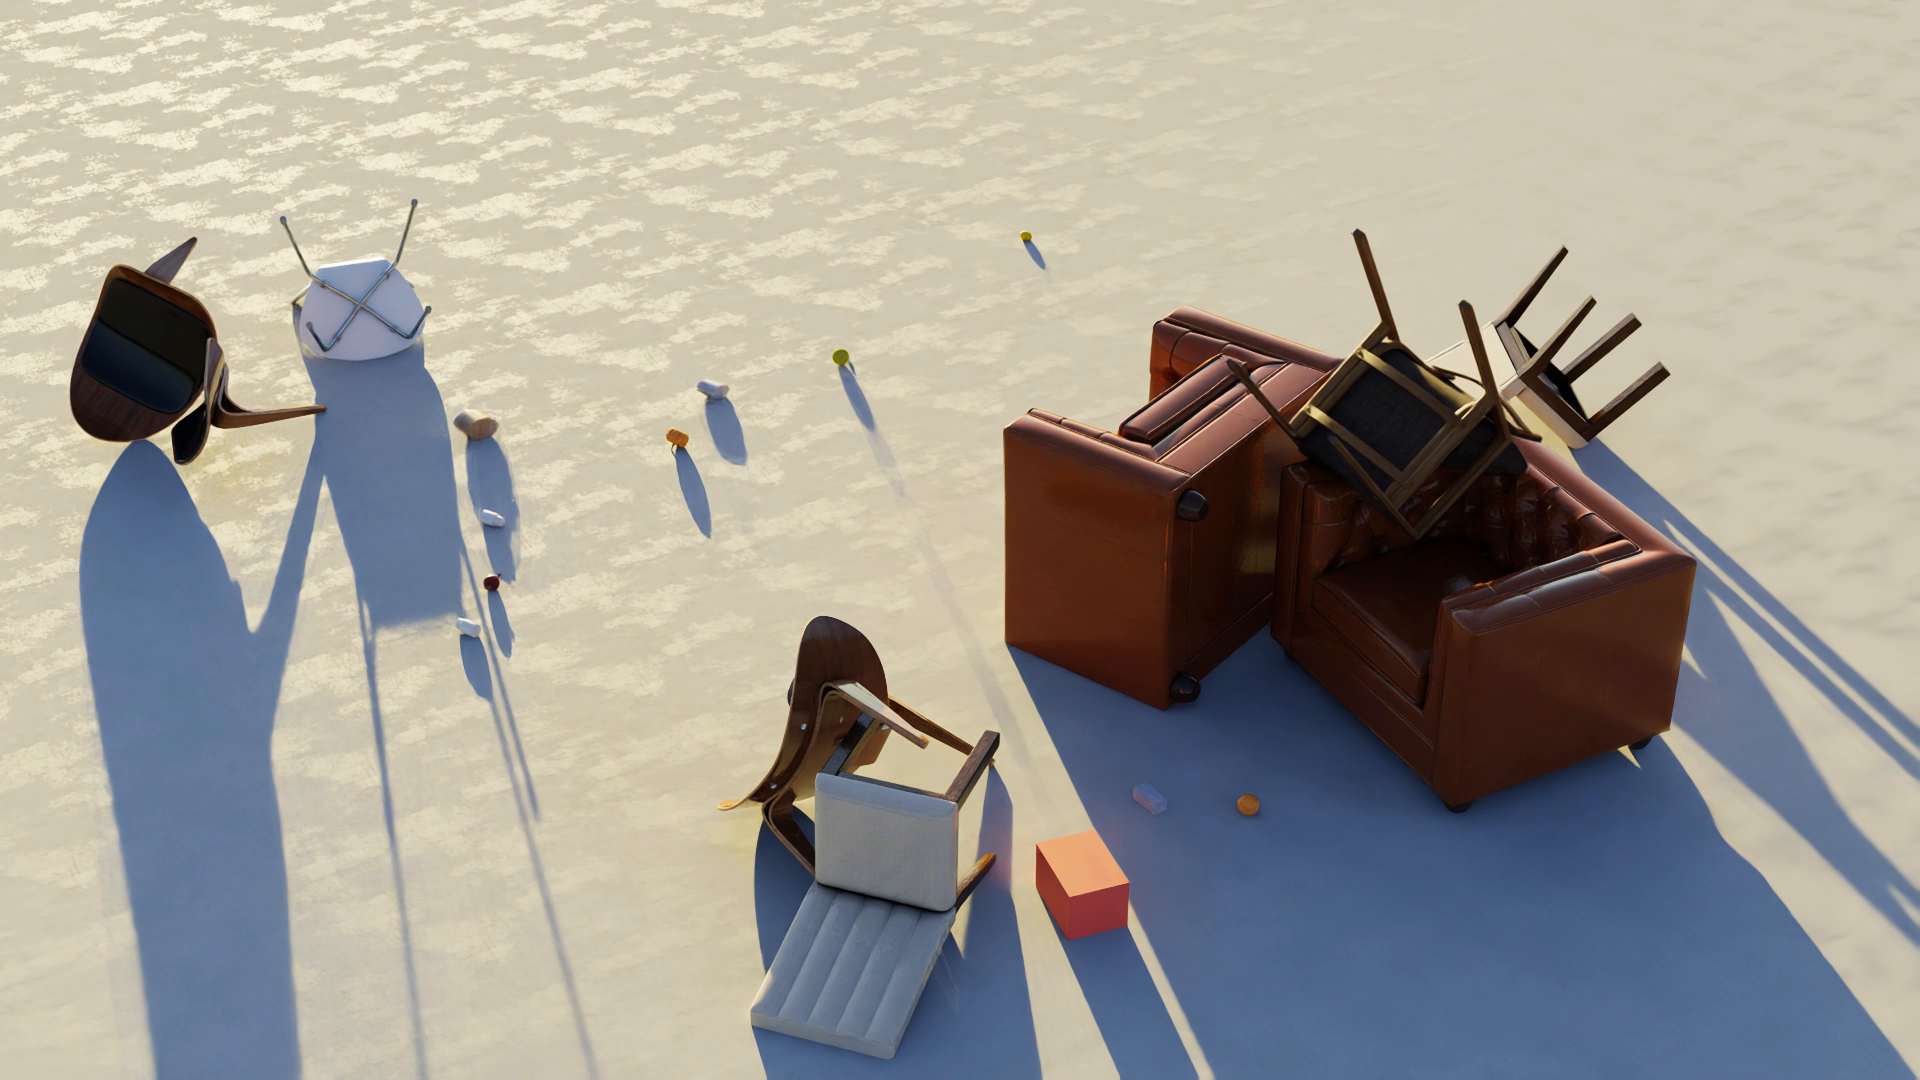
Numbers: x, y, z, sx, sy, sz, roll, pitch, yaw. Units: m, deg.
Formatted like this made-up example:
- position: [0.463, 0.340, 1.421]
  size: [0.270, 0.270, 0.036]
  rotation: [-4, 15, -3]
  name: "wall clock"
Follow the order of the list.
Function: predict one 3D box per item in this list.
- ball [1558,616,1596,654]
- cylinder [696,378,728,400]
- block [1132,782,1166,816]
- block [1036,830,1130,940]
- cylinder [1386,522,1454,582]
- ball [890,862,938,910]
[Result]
- position: [2.175, 0.333, 10.321]
  size: [0.130, 0.130, 0.130]
  rotation: [0, 33, 0]
  name: "ball"
- position: [-0.996, -0.608, 11.808]
  size: [0.088, 0.059, 0.101]
  rotation: [20, 18, 28]
  name: "cylinder"
- position: [0.623, 0.848, 9.618]
  size: [0.049, 0.044, 0.113]
  rotation: [-22, 39, -29]
  name: "block"
- position: [0.380, 1.075, 9.153]
  size: [0.199, 0.176, 0.276]
  rotation: [-12, 35, -17]
  name: "block"
- position: [1.684, 0.043, 10.754]
  size: [0.180, 0.122, 0.186]
  rotation: [-24, 67, -32]
  name: "cylinder"
- position: [-0.144, 1.080, 9.167]
  size: [0.152, 0.152, 0.152]
  rotation: [0, 33, 0]
  name: "ball"
